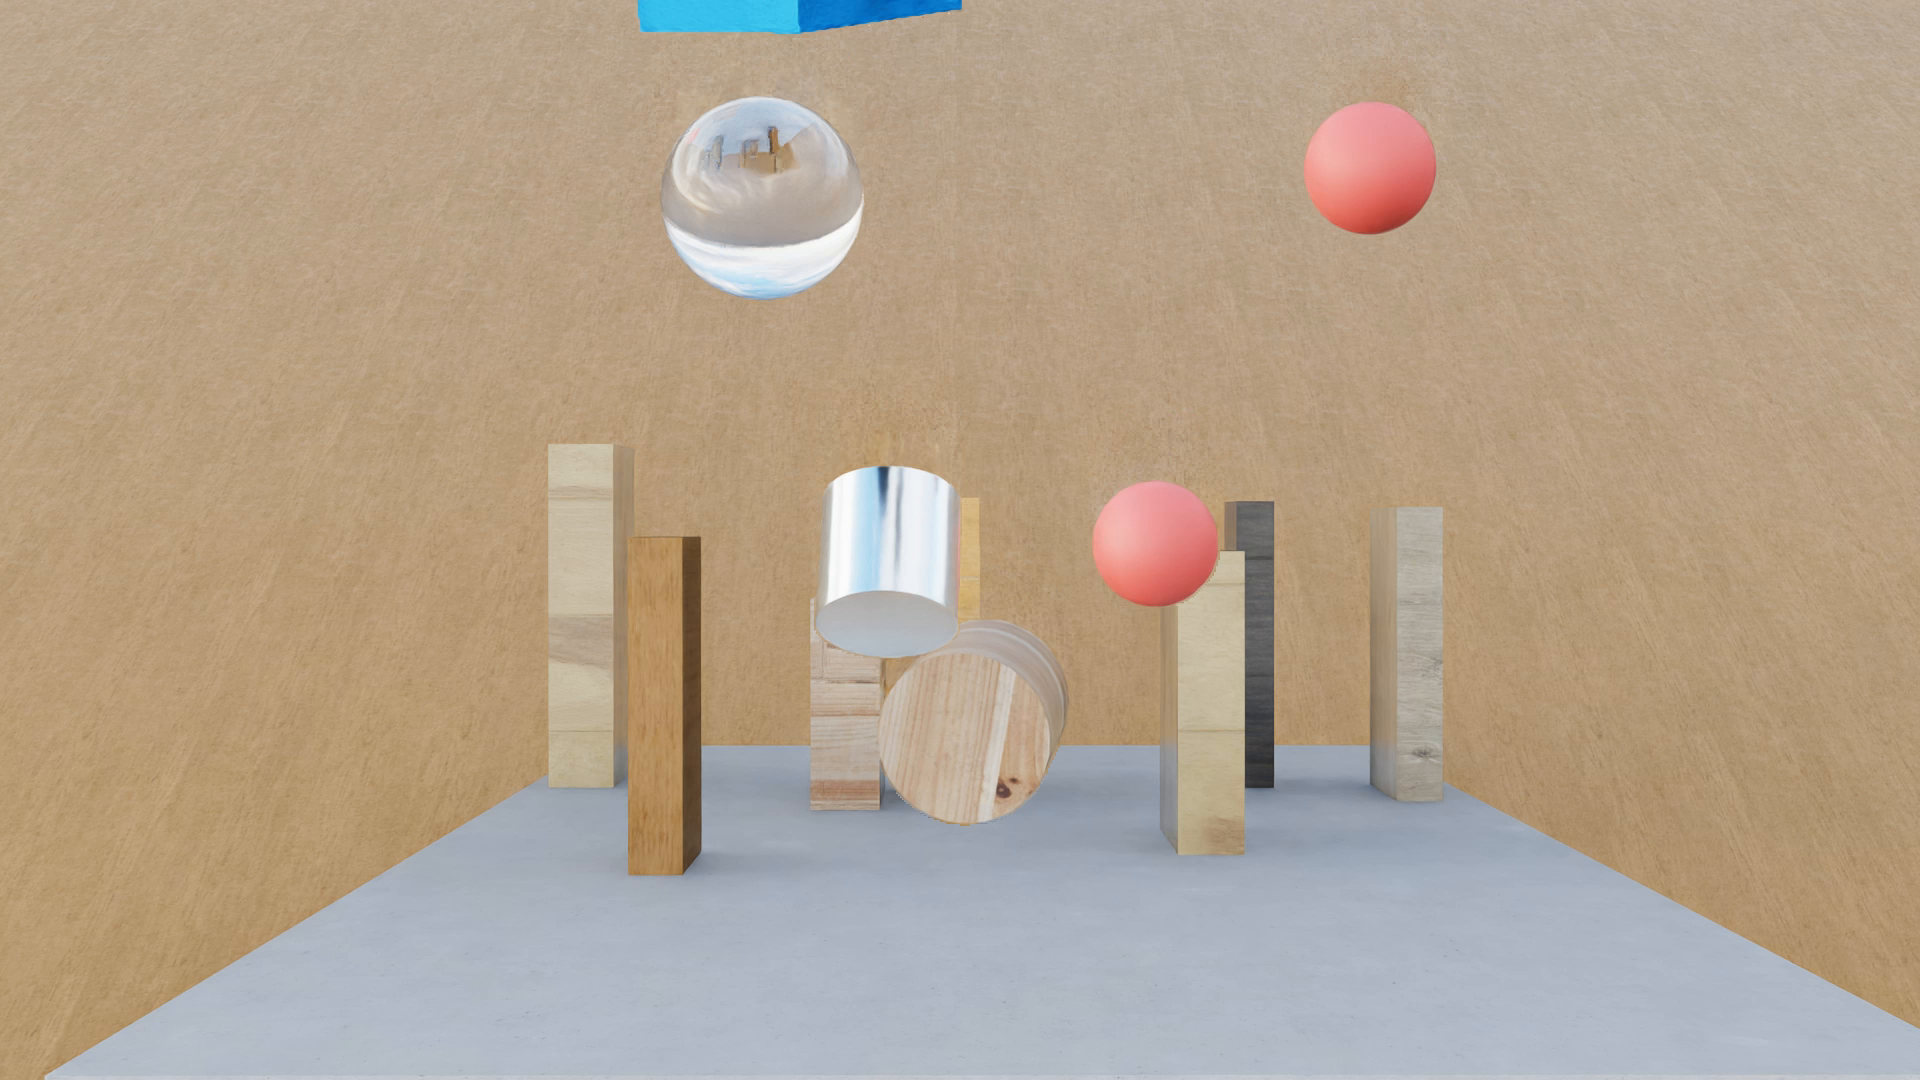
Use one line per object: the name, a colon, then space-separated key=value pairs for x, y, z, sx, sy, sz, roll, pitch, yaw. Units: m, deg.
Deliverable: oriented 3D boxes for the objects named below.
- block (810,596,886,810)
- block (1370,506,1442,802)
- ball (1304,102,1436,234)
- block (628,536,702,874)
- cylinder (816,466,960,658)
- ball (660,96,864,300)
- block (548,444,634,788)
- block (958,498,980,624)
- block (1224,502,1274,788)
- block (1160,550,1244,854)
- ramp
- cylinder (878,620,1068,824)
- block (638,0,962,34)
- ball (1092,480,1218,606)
block: x=-0.228 y=0.325 z=5.321 sx=0.136 sy=0.418 sz=0.407 roll=0 pitch=0 yaw=0
block: x=0.938 y=0.232 z=5.451 sx=0.094 sy=0.601 sz=0.346 roll=0 pitch=0 yaw=0
ball: x=0.388 y=-0.352 z=2.449 sx=0.124 sy=0.124 sz=0.124 roll=0 pitch=29 yaw=0
block: x=-0.490 y=0.267 z=4.311 sx=0.087 sy=0.543 sz=0.305 roll=0 pitch=0 yaw=0
cylinder: x=-0.065 y=0.021 z=2.375 sx=0.129 sy=0.129 sz=0.129 roll=1 pitch=60 yaw=1
ball: x=-0.187 y=-0.322 z=2.441 sx=0.191 sy=0.191 sz=0.191 roll=0 pitch=29 yaw=0
block: x=-0.816 y=0.162 z=5.748 sx=0.140 sy=0.739 sz=0.361 roll=0 pitch=0 yaw=0
block: x=-0.008 y=0.222 z=5.504 sx=0.096 sy=0.620 sz=0.385 roll=0 pitch=0 yaw=0
block: x=0.634 y=0.224 z=5.675 sx=0.081 sy=0.615 sz=0.243 roll=0 pitch=0 yaw=0
block: x=0.429 y=0.277 z=4.609 sx=0.114 sy=0.518 sz=0.390 roll=0 pitch=0 yaw=0
ramp: x=0.066 y=0.586 z=4.636 sx=2.000 sy=0.100 sz=4.000 roll=0 pitch=0 yaw=0
cylinder: x=0.019 y=0.208 z=3.016 sx=0.197 sy=0.197 sz=0.197 roll=4 pitch=10 yaw=8
block: x=-0.142 y=-0.540 z=2.191 sx=0.195 sy=0.195 sz=0.195 roll=11 pitch=21 yaw=41
ball: x=0.223 y=0.004 z=2.957 sx=0.144 sy=0.144 sz=0.144 roll=0 pitch=29 yaw=0
